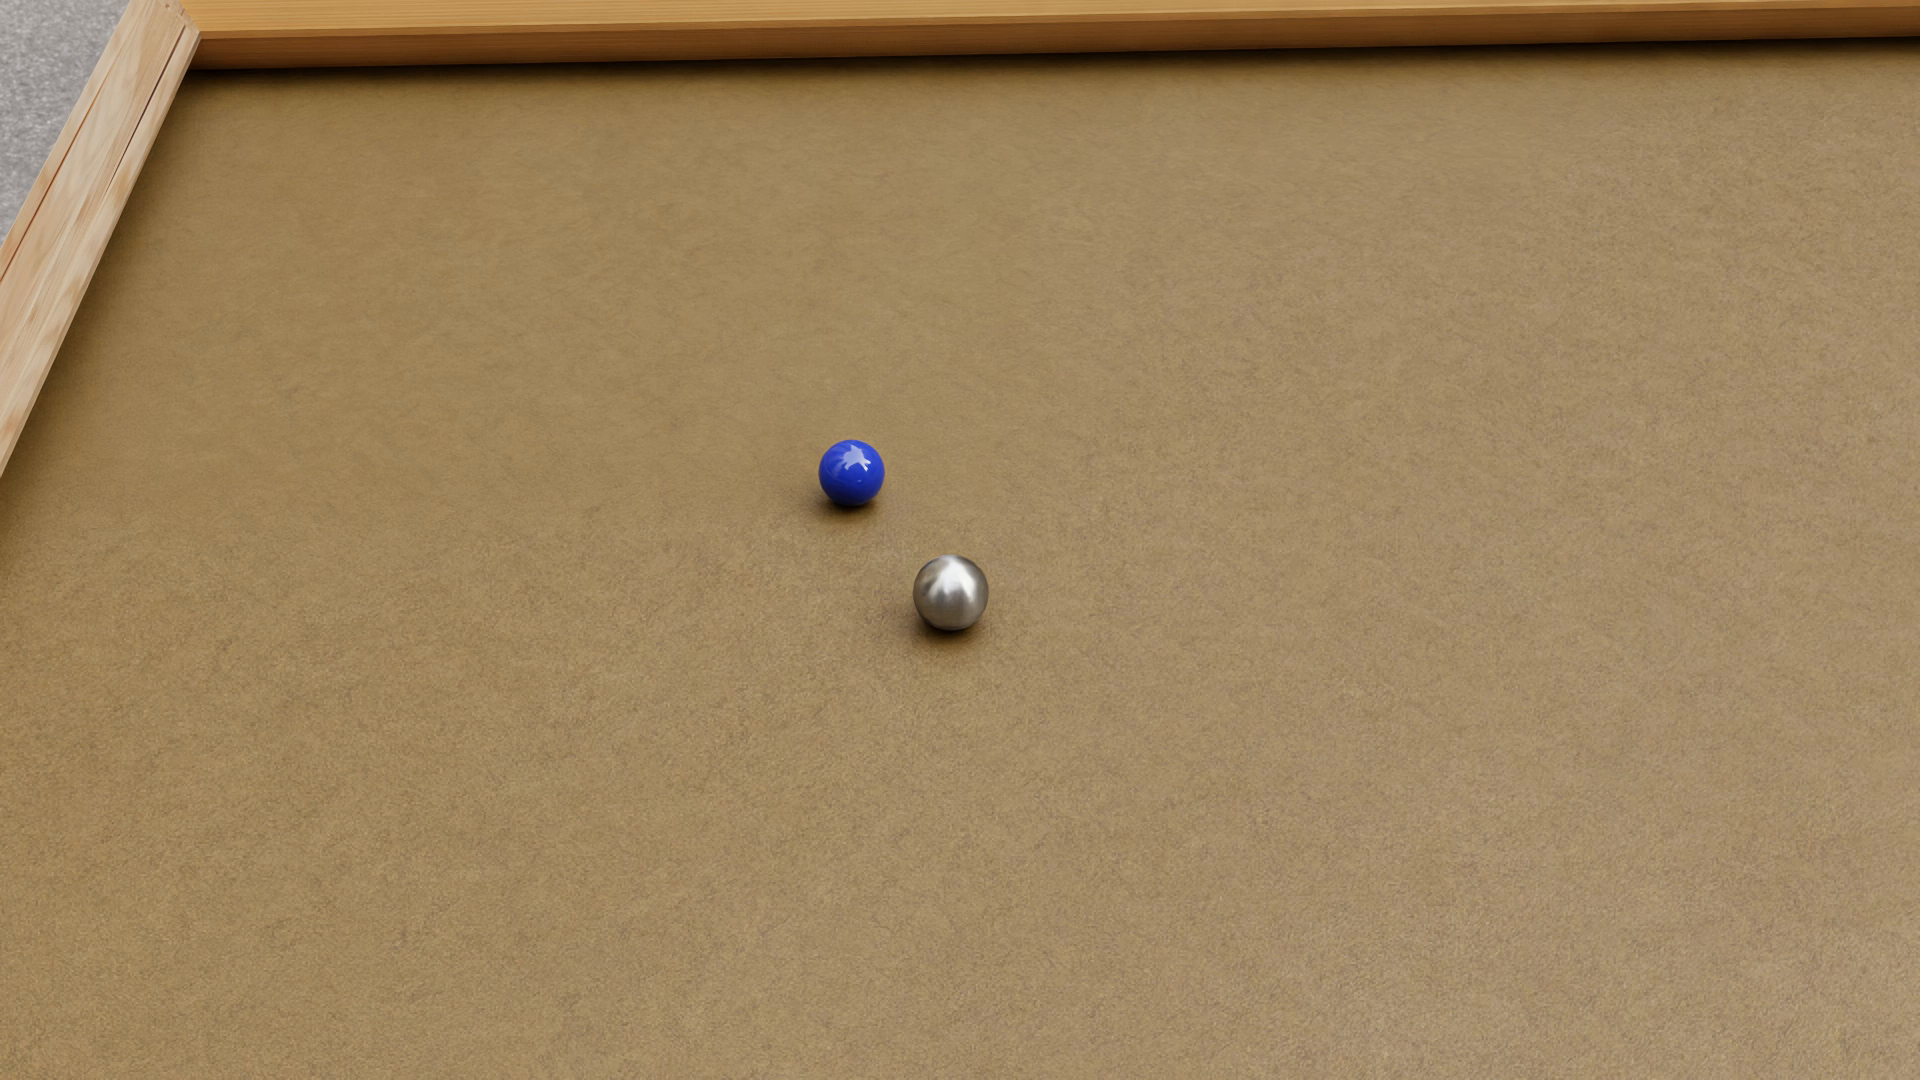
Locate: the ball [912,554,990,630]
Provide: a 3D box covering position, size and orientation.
[{"bbox_3d":[-0.006,0.035,1.712,0.051,0.051,0.051,0,36,0],"label":"ball"}]

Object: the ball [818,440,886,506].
[{"bbox_3d":[-0.077,-0.048,1.830,0.048,0.048,0.048,0,36,0],"label":"ball"}]

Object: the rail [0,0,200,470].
[{"bbox_3d":[-0.684,-0.006,1.720,0.045,0.108,1.655,-2,36,-2],"label":"rail"}]

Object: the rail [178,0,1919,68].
[{"bbox_3d":[0.671,-0.513,2.422,2.833,0.108,0.045,-2,36,-2],"label":"rail"}]
